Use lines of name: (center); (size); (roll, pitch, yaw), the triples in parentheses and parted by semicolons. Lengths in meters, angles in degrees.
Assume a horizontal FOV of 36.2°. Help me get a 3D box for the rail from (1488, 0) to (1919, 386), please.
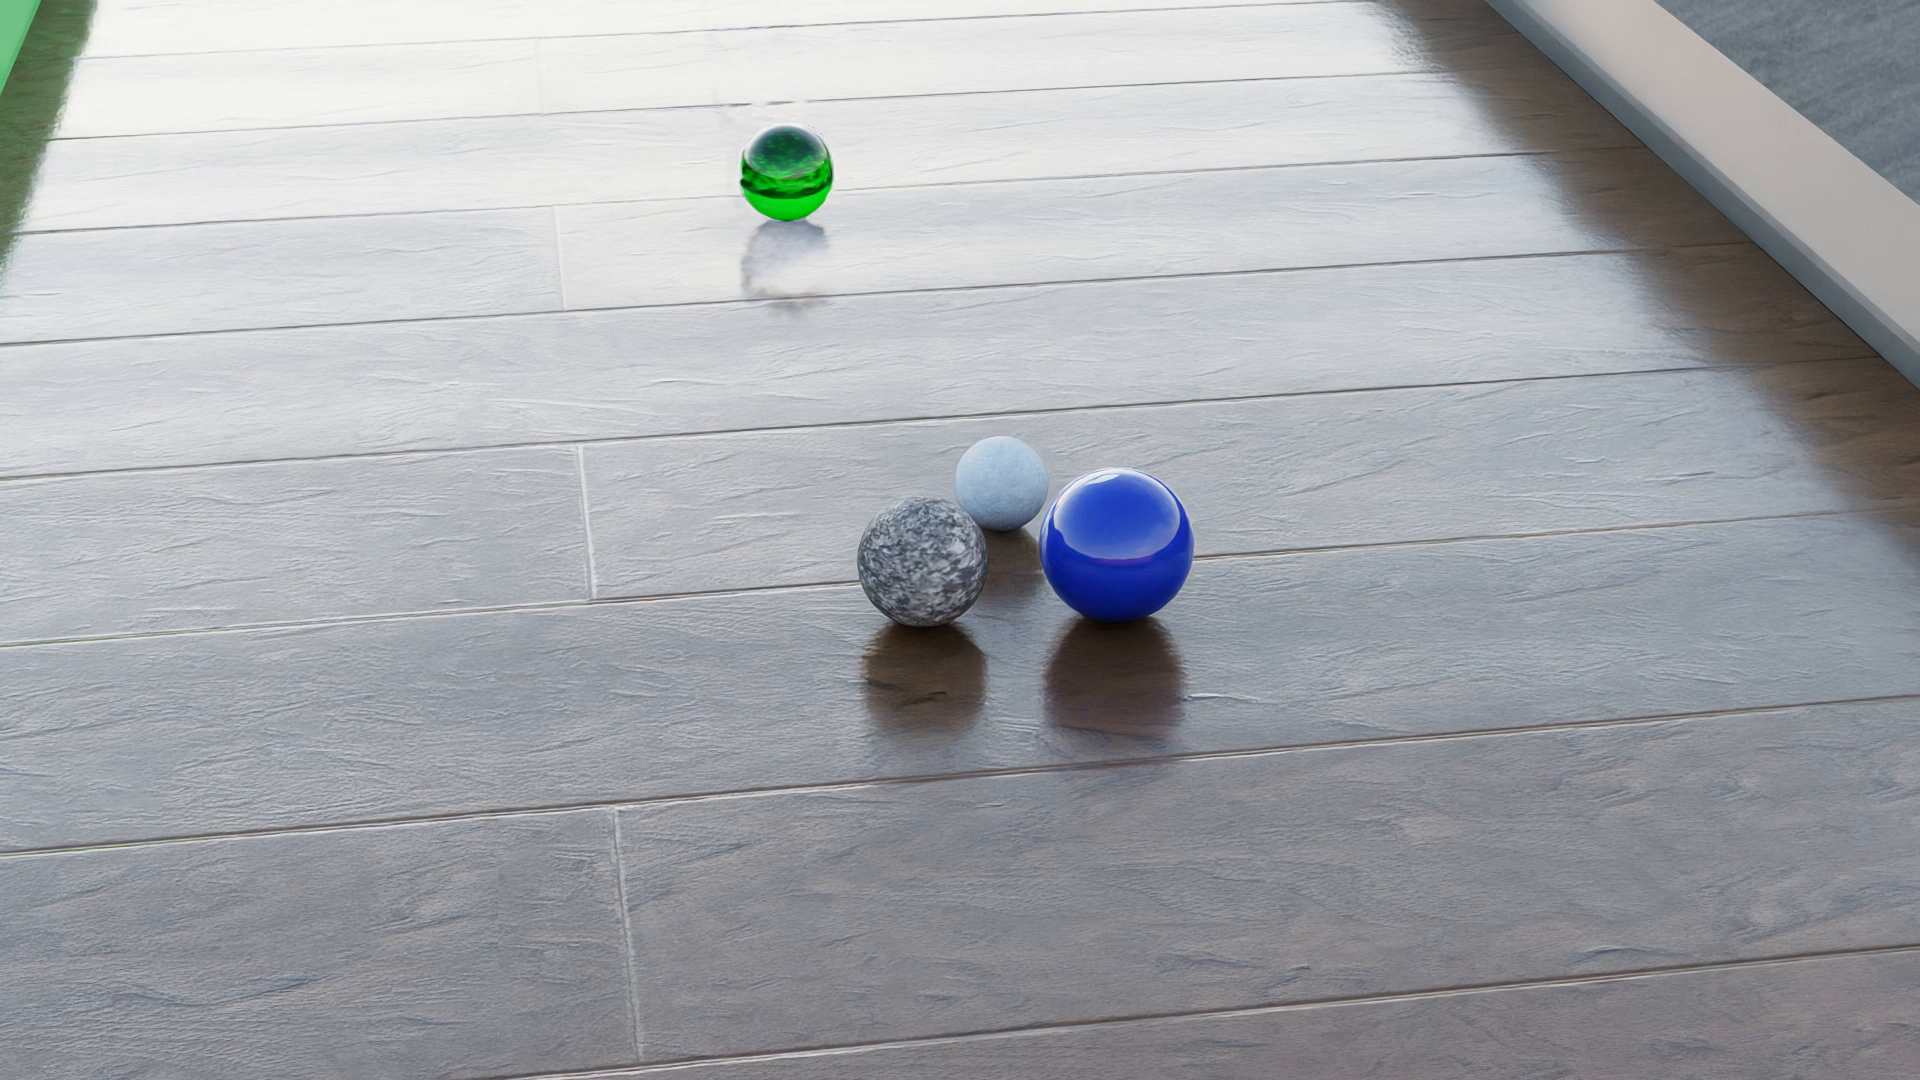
rail: (0.614, -0.409, 2.650); (0.045, 0.128, 3.039); (-4, 27, -8)

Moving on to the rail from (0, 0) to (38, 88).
rail: (-0.850, -0.306, 2.444); (0.045, 0.128, 3.039); (-4, 27, -8)

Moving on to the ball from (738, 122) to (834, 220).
ball: (-0.149, -0.315, 2.514); (0.083, 0.083, 0.083); (0, 27, 0)

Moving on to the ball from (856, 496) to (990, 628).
ball: (-0.023, 0.014, 1.858); (0.083, 0.083, 0.083); (0, 27, 0)

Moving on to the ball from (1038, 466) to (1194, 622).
ball: (0.099, 0.003, 1.862); (0.099, 0.099, 0.099); (0, 27, 0)

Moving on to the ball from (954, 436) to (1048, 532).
ball: (0.028, -0.038, 1.983); (0.064, 0.064, 0.064); (0, 27, 0)
